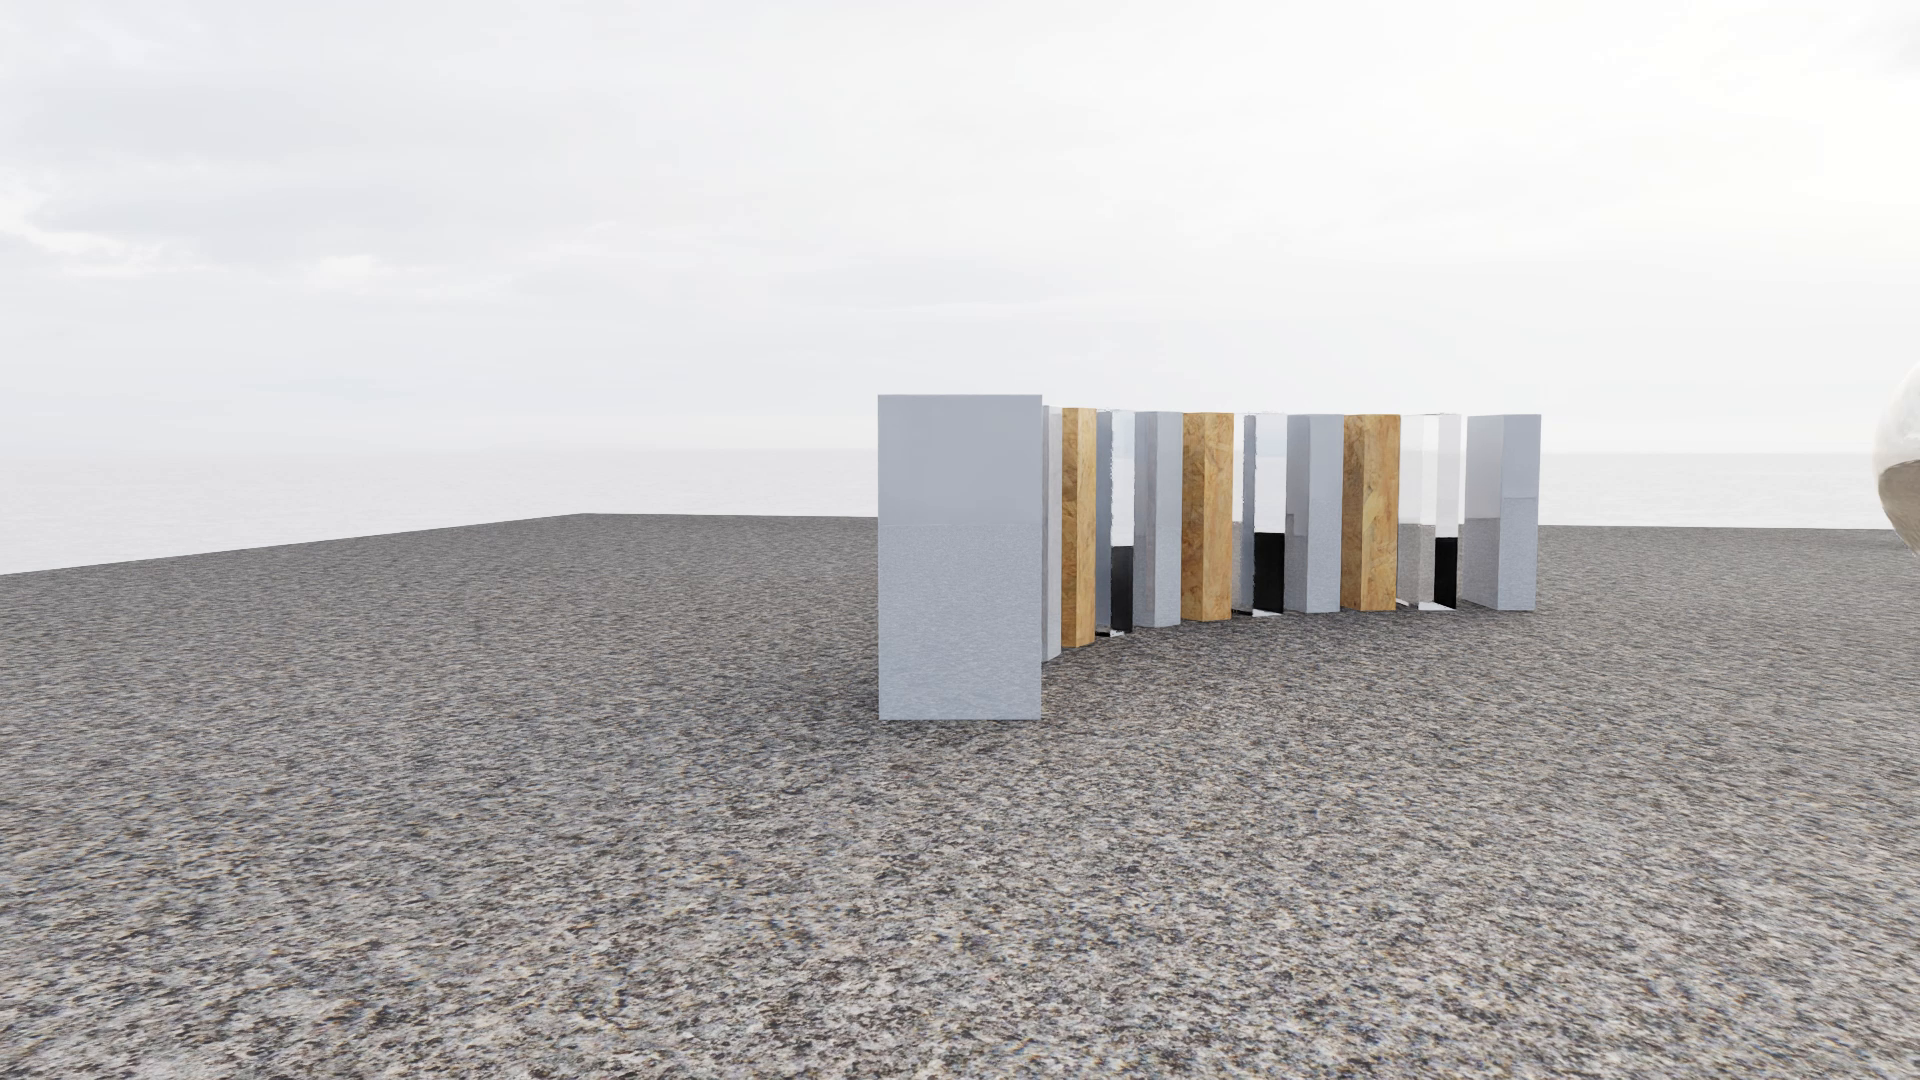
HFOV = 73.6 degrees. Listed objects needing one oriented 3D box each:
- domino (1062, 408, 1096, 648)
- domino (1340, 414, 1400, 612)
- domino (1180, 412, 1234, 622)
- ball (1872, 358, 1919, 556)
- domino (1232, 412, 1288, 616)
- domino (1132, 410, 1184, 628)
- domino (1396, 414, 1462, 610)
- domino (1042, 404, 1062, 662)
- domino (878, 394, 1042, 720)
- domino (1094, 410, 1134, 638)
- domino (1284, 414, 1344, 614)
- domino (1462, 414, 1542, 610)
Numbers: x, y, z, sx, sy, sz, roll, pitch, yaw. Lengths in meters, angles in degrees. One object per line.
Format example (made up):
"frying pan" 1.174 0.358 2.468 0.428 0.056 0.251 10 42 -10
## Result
"domino" 0.016 -0.003 0.277 0.025 0.050 0.010 2 5 30
"domino" 0.105 -0.008 0.338 0.009 0.050 0.025 -1 4 -9
"domino" 0.055 -0.006 0.319 0.009 0.050 0.025 -3 5 -33
"ball" 0.287 -0.023 0.334 0.080 0.080 0.080 0 4 0
"domino" 0.071 -0.007 0.328 0.010 0.050 0.025 -2 5 -25
"domino" 0.040 -0.005 0.307 0.009 0.050 0.025 -4 6 -42
"domino" 0.122 -0.008 0.339 0.009 0.050 0.025 0 4 1
"domino" 0.007 -0.002 0.258 0.025 0.050 0.009 2 5 20
"domino" 0.000 0.002 0.201 0.025 0.050 0.010 0 4 0
"domino" 0.026 -0.004 0.292 0.025 0.050 0.010 3 5 38
"domino" 0.088 -0.008 0.334 0.010 0.050 0.025 -1 4 -17
"domino" 0.143 -0.008 0.339 0.009 0.050 0.025 0 4 1
